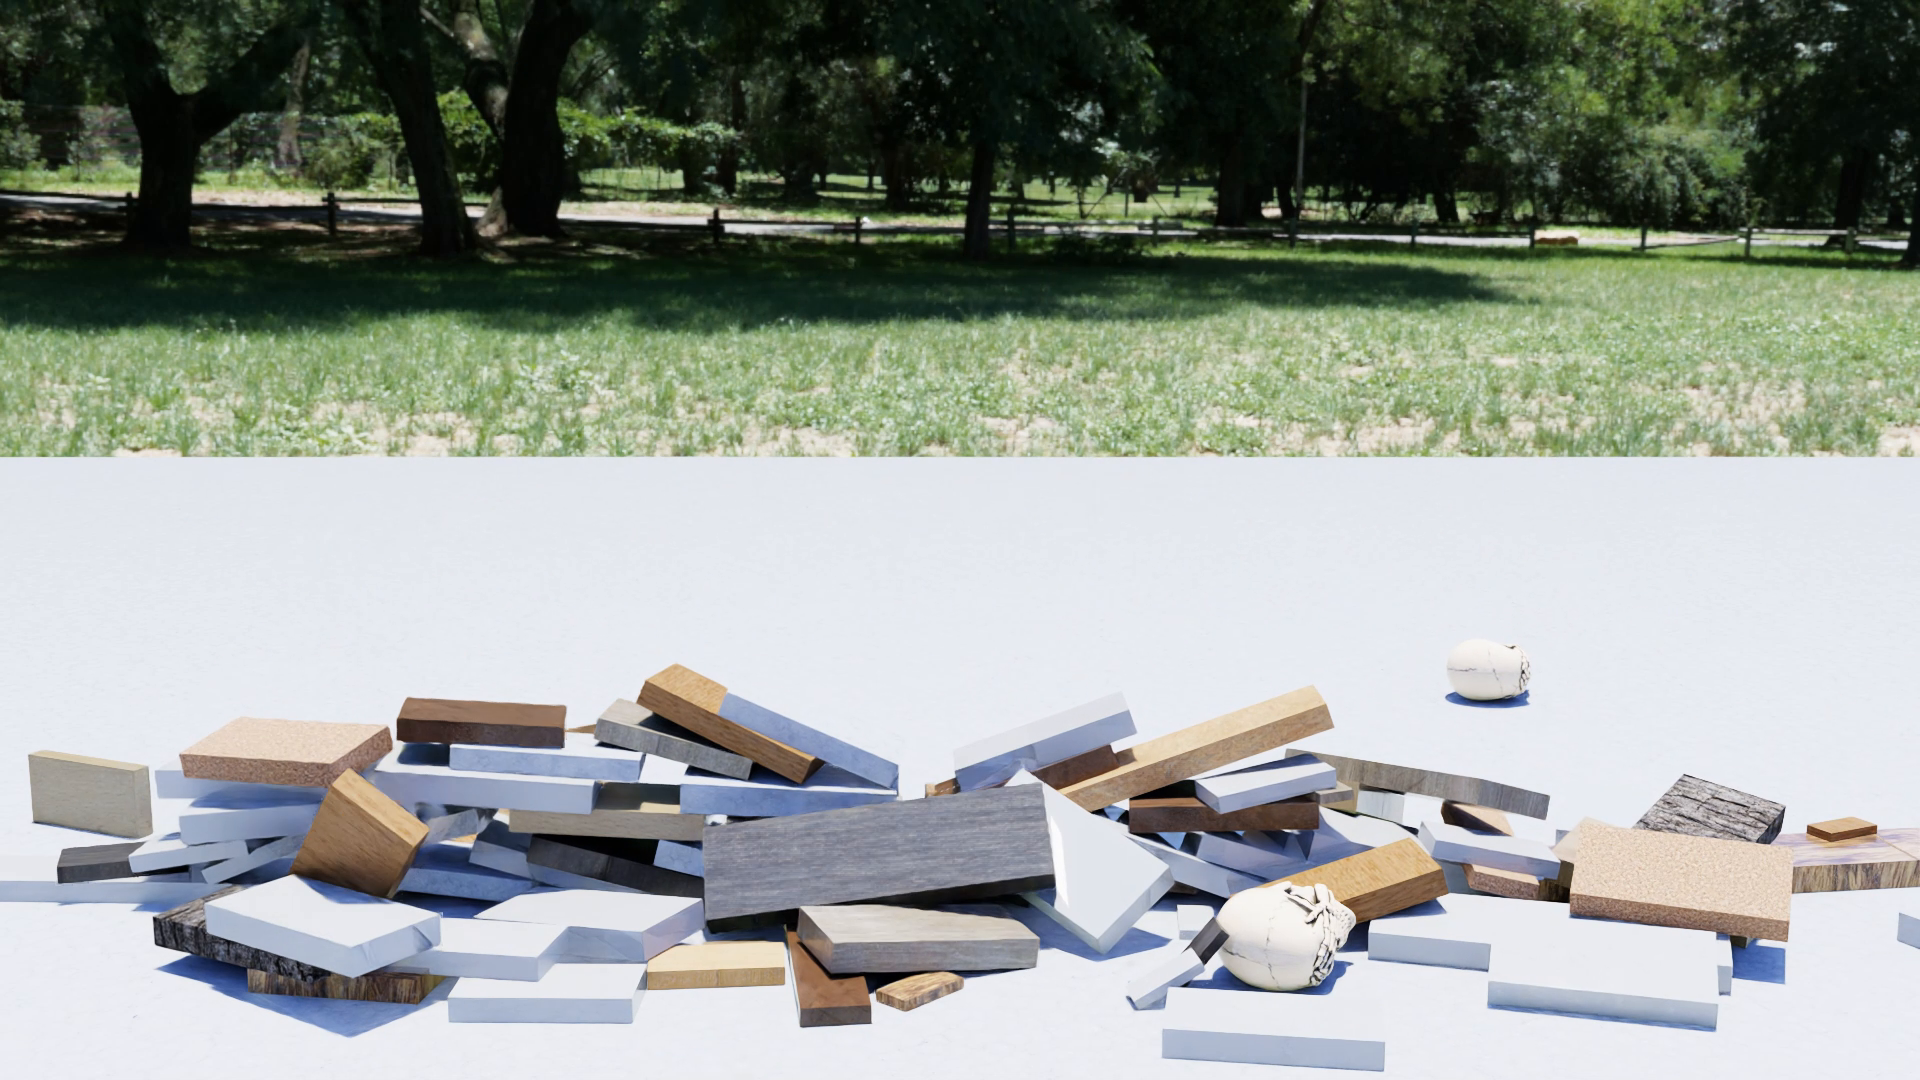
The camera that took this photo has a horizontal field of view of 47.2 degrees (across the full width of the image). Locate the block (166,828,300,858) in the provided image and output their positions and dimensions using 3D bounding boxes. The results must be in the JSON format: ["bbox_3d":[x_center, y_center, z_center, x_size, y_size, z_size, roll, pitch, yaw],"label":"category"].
[{"bbox_3d":[-1.267,0.537,3.854,0.256,0.036,0.128,4,11,21],"label":"block"}]

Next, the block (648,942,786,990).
[{"bbox_3d":[-0.366,0.641,3.313,0.203,0.029,0.102,-1,11,-5],"label":"block"}]

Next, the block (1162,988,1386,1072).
[{"bbox_3d":[0.437,0.680,3.066,0.301,0.043,0.150,2,11,8],"label":"block"}]

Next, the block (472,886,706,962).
[{"bbox_3d":[-0.578,0.596,3.426,0.324,0.046,0.162,-1,9,28],"label":"block"}]

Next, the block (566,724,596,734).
[{"bbox_3d":[-0.618,0.355,3.759,0.023,0.081,0.162,-9,-2,38],"label":"block"}]

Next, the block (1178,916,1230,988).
[{"bbox_3d":[0.351,0.616,3.263,0.016,0.113,0.057,39,4,-12],"label":"block"}]

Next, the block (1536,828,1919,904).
[{"bbox_3d":[1.462,0.550,3.758,1.077,0.047,0.165,-2,11,-8],"label":"block"}]

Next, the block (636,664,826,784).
[{"bbox_3d":[-0.369,0.301,3.639,0.304,0.043,0.152,25,12,8],"label":"block"}]

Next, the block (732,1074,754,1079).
[{"bbox_3d":[-0.263,0.730,2.643,0.028,0.099,0.198,-1,11,-4],"label":"block"}]

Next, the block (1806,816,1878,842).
[{"bbox_3d":[1.538,0.504,3.834,0.110,0.016,0.055,-5,12,-25],"label":"block"}]

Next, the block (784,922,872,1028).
[{"bbox_3d":[-0.204,0.640,3.322,0.102,0.029,0.408,-1,11,-8],"label":"block"}]

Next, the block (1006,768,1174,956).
[{"bbox_3d":[0.163,0.509,3.510,0.166,0.047,0.331,-42,48,-21],"label":"block"}]

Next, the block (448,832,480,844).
[{"bbox_3d":[-0.861,0.533,3.827,0.177,0.018,0.062,-11,38,-43],"label":"block"}]

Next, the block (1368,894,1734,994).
[{"bbox_3d":[0.902,0.611,3.376,0.528,0.045,0.158,3,18,16],"label":"block"}]

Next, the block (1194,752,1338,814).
[{"bbox_3d":[0.501,0.398,3.602,0.206,0.029,0.103,-11,13,-14],"label":"block"}]

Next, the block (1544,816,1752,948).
[{"bbox_3d":[1.137,0.550,3.562,0.330,0.047,0.165,17,26,33],"label":"block"}]

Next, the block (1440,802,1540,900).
[{"bbox_3d":[0.883,0.513,3.684,0.103,0.029,0.434,12,10,4],"label":"block"}]

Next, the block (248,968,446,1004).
[{"bbox_3d":[-0.909,0.642,3.285,0.264,0.037,0.132,2,11,10],"label":"block"}]

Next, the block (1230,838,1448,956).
[{"bbox_3d":[0.596,0.561,3.475,0.310,0.044,0.155,-17,12,-4],"label":"block"}]

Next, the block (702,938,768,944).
[{"bbox_3d":[-0.347,0.633,3.398,0.100,0.014,0.050,-2,11,-13],"label":"block"}]

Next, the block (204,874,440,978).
[{"bbox_3d":[-0.936,0.563,3.228,0.324,0.046,0.162,7,12,34],"label":"block"}]

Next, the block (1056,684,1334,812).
[{"bbox_3d":[0.365,0.363,3.694,0.517,0.043,0.152,-19,7,3],"label":"block"}]

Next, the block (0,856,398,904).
[{"bbox_3d":[-1.347,0.569,3.683,0.814,0.036,0.128,0,11,2],"label":"block"}]

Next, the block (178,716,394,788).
[{"bbox_3d":[-1.096,0.344,3.580,0.303,0.043,0.152,1,19,22],"label":"block"}]

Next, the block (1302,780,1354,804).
[{"bbox_3d":[0.590,0.407,3.622,0.061,0.017,0.122,-6,11,-19],"label":"block"}]

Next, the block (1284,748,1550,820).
[{"bbox_3d":[0.784,0.423,3.840,0.150,0.043,0.539,15,-6,-26],"label":"block"}]

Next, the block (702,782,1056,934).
[{"bbox_3d":[-0.130,0.502,3.477,0.547,0.047,0.166,-8,53,1],"label":"block"}]

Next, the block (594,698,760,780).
[{"bbox_3d":[-0.460,0.329,3.644,0.264,0.037,0.132,15,11,4],"label":"block"}]

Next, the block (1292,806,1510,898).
[{"bbox_3d":[0.742,0.524,3.677,0.347,0.049,0.174,13,10,-2],"label":"block"}]

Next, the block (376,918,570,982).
[{"bbox_3d":[-0.731,0.607,3.273,0.264,0.037,0.132,2,11,9],"label":"block"}]

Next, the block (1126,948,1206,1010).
[{"bbox_3d":[0.300,0.640,3.209,0.113,0.016,0.057,-30,13,-2],"label":"block"}]

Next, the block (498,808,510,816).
[{"bbox_3d":[-0.877,0.502,4.025,0.303,0.043,0.152,4,11,21],"label":"block"}]

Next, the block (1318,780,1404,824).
[{"bbox_3d":[0.667,0.459,3.922,0.174,0.049,0.347,5,-8,25],"label":"block"}]

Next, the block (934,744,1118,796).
[{"bbox_3d":[0.109,0.403,3.737,0.311,0.044,0.155,-20,7,0],"label":"block"}]

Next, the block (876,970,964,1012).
[{"bbox_3d":[-0.059,0.661,3.237,0.061,0.017,0.122,10,14,42],"label":"block"}]

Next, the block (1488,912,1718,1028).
[{"bbox_3d":[0.939,0.626,3.216,0.317,0.045,0.158,3,30,16],"label":"block"}]

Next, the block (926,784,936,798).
[{"bbox_3d":[-0.049,0.440,3.683,0.014,0.050,0.145,1,0,-2],"label":"block"}]
